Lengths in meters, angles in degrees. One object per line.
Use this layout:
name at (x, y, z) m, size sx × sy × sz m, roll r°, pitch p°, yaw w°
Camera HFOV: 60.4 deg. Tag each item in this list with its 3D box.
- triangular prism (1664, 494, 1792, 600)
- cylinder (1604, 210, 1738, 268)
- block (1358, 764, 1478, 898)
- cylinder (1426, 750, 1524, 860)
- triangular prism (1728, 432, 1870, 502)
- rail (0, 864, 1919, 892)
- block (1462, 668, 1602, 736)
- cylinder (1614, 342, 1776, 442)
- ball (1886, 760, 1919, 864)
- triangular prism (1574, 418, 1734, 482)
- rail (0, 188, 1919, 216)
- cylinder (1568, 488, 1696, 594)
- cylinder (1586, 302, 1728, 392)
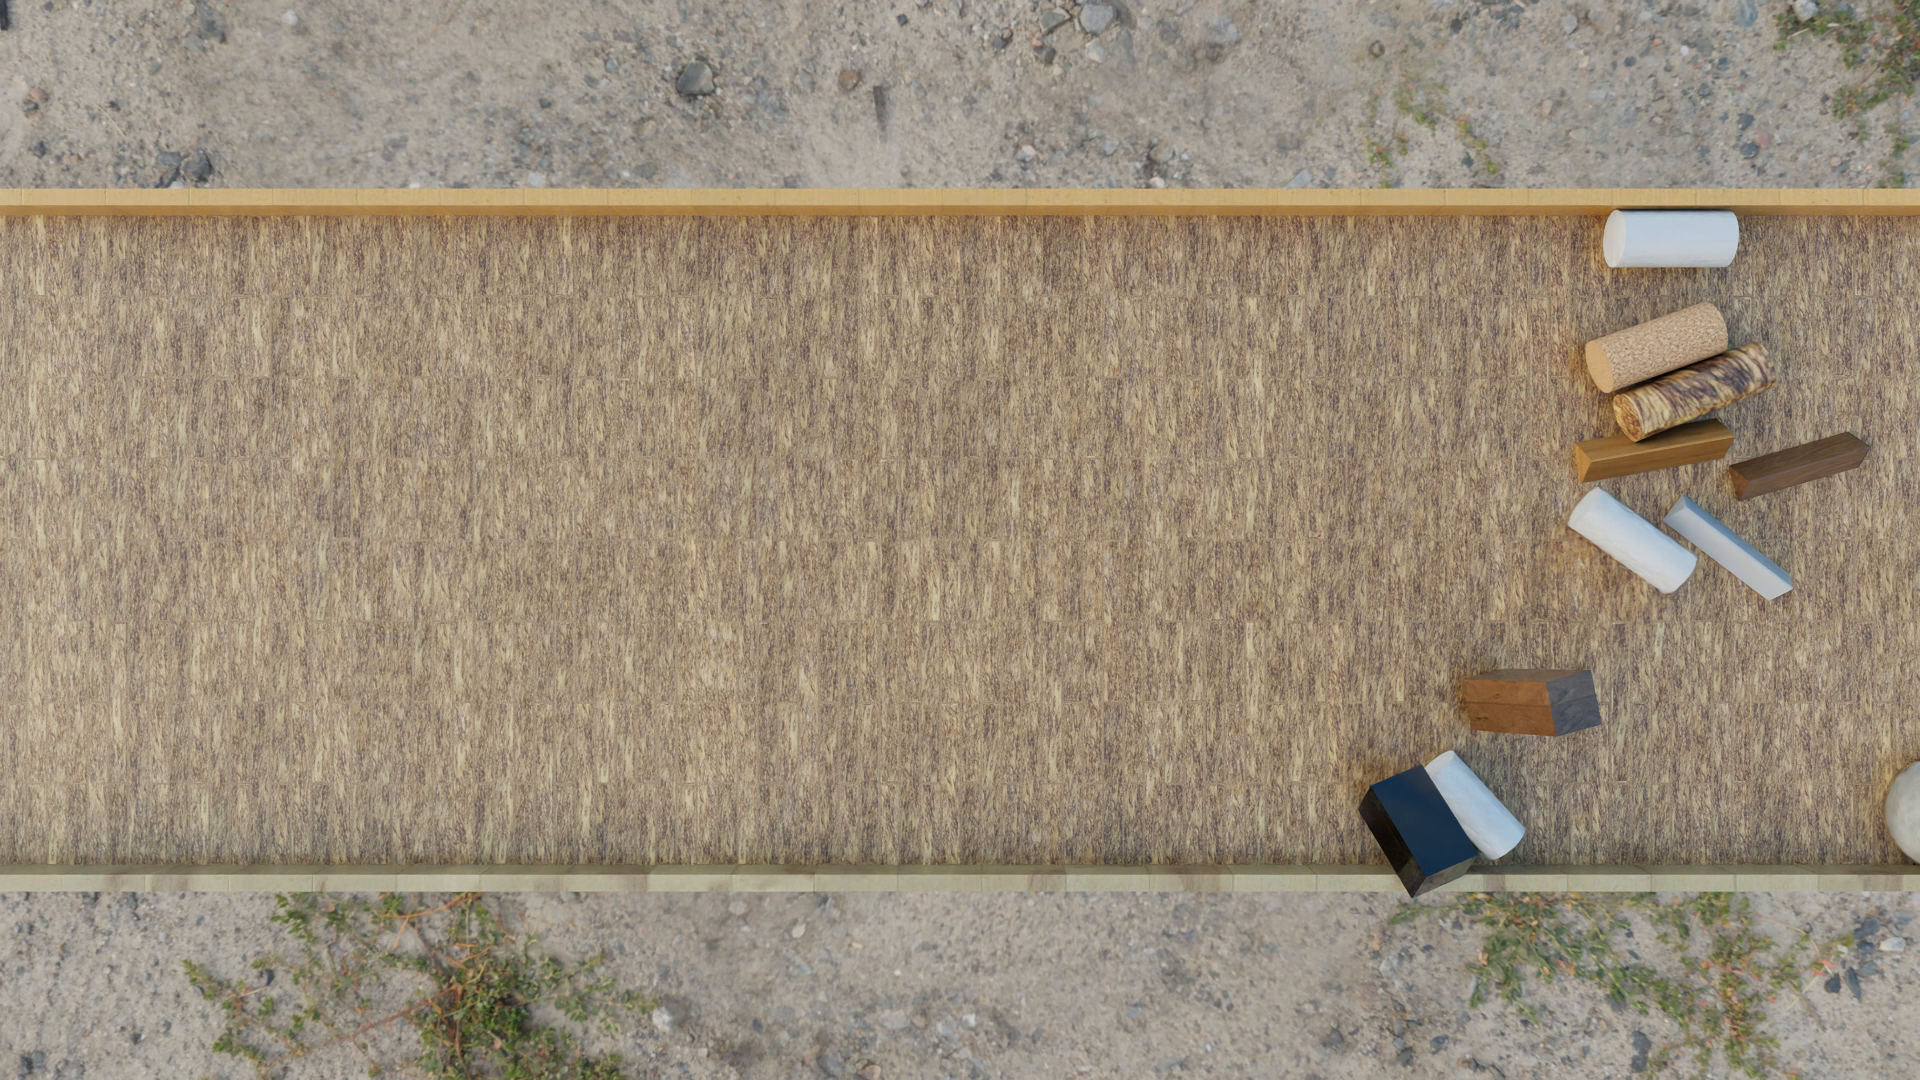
triangular prism at (2.355, 0.023, 5.030) m, size 0.408 × 0.087 × 0.101 m, roll 37°, pitch 90°, yaw 0°
cylinder at (2.148, -0.911, 4.991) m, size 0.337 × 0.172 × 0.172 m, roll 0°, pitch 90°, yaw 0°
block at (1.359, 0.866, 4.907) m, size 0.178 × 0.178 × 0.310 m, roll -20°, pitch 60°, yaw -13°
cylinder at (1.549, 0.804, 5.004) m, size 0.146 × 0.146 × 0.314 m, roll -43°, pitch 90°, yaw 0°
triangular prism at (2.564, -0.227, 5.025) m, size 0.382 × 0.097 × 0.113 m, roll -16°, pitch 90°, yaw 0°
rail at (-2.247, 1.025, 5.001) m, size 12.000 × 0.150 × 0.050 m, roll 0°, pitch 90°, yaw 0°
block at (1.679, 0.475, 4.863) m, size 0.158 × 0.398 × 0.158 m, roll -11°, pitch 90°, yaw -18°
cylinder at (2.224, -0.450, 5.000) m, size 0.436 × 0.154 × 0.154 m, roll -22°, pitch 90°, yaw 0°
ball at (2.953, 0.815, 4.897) m, size 0.359 × 0.359 × 0.359 m, roll 0°, pitch 90°, yaw 0°
triangular prism at (2.118, -0.275, 5.020) m, size 0.441 × 0.106 × 0.123 m, roll -10°, pitch 90°, yaw 0°
rail at (-2.247, -1.025, 5.002) m, size 12.000 × 0.150 × 0.050 m, roll 0°, pitch 90°, yaw 0°
cylinder at (2.038, 0.003, 5.005) m, size 0.354 × 0.144 × 0.144 m, roll 35°, pitch 90°, yaw 0°
cylinder at (2.107, -0.583, 4.994) m, size 0.363 × 0.166 × 0.166 m, roll -19°, pitch 90°, yaw 0°
